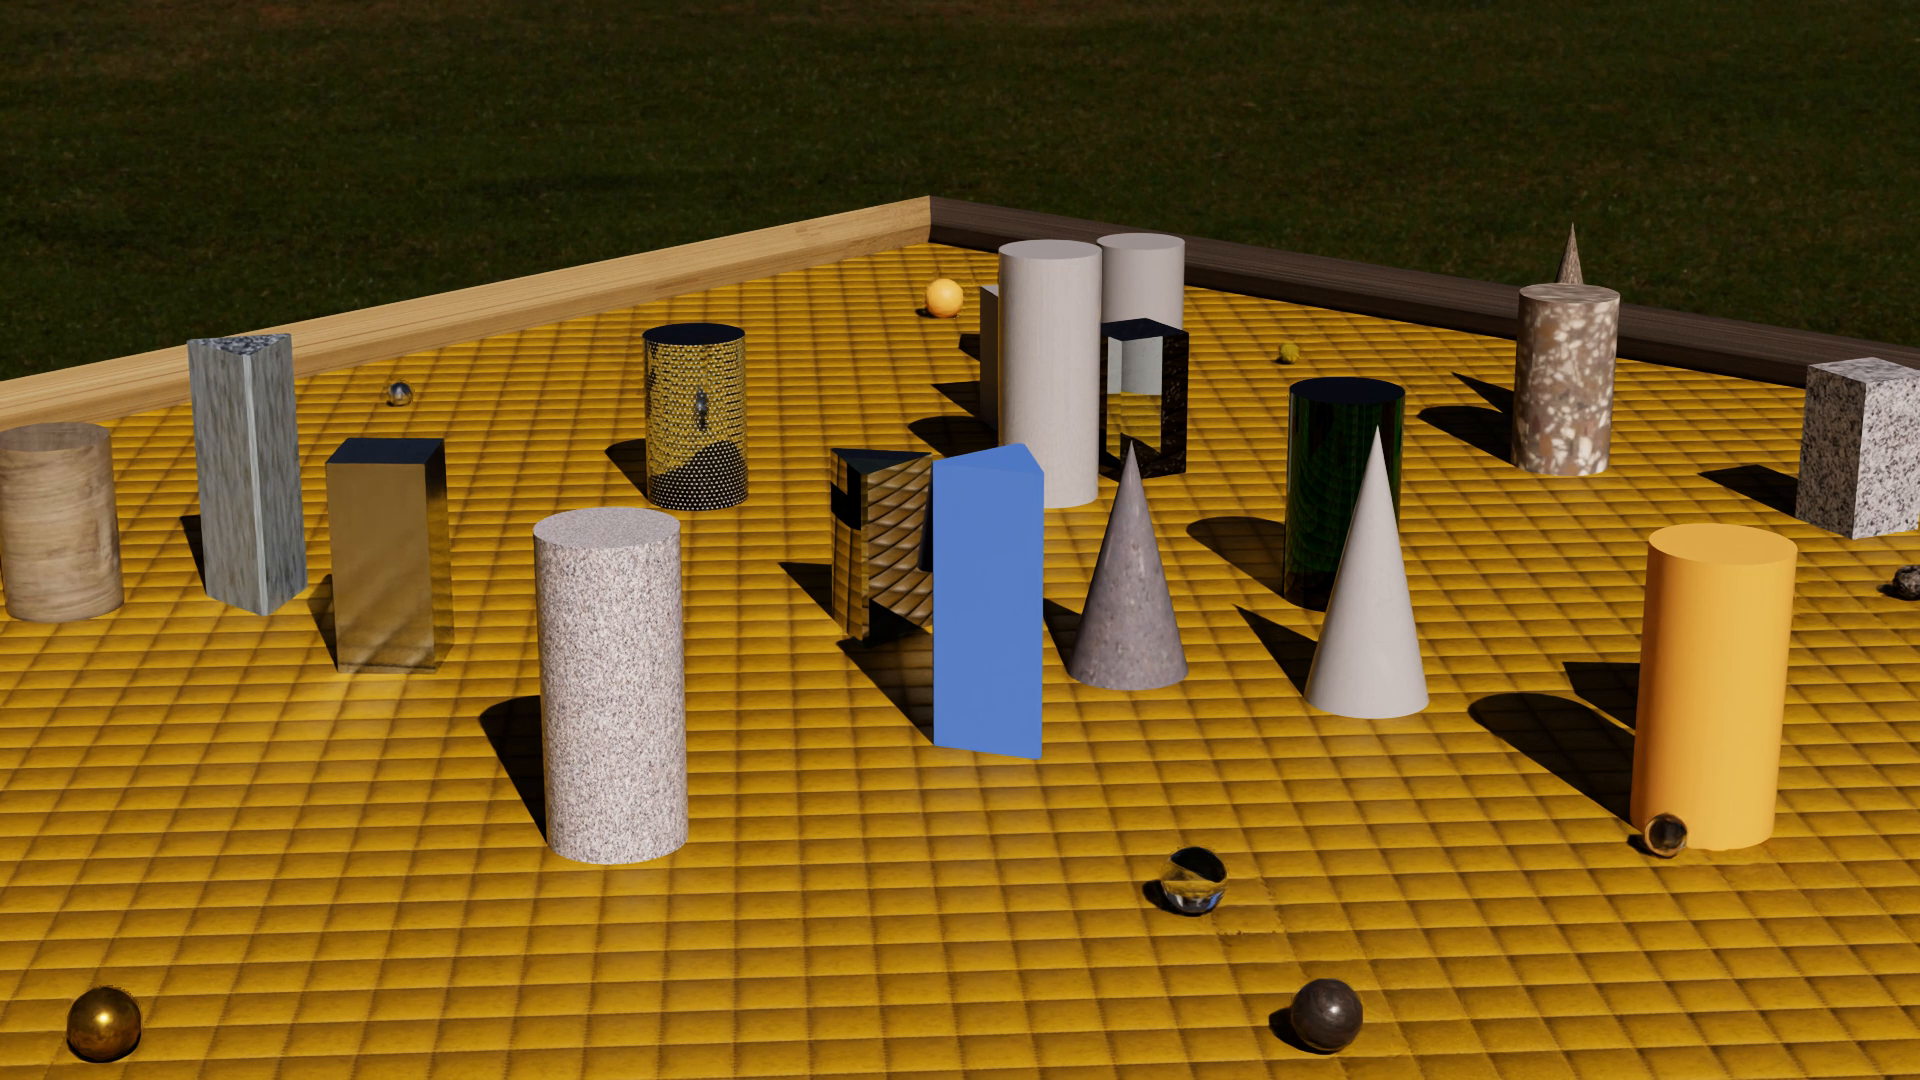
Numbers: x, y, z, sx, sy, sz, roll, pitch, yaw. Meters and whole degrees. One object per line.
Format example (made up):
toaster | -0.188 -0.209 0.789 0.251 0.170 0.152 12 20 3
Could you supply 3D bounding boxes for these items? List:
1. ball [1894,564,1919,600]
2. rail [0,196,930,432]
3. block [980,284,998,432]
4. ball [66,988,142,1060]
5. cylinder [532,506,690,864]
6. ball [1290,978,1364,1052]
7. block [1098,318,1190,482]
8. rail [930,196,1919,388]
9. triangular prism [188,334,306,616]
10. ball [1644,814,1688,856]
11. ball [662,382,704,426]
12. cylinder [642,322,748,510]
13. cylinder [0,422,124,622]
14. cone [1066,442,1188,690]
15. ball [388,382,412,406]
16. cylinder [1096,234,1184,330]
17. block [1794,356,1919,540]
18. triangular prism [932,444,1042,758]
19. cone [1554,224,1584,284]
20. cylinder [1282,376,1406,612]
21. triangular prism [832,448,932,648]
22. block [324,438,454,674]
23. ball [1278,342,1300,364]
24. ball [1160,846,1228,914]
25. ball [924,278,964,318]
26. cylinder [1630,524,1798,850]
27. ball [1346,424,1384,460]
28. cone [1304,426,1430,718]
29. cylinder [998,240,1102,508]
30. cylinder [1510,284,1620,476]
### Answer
ball | 1.658 0.072 5.107 0.061 0.061 0.061 0 17 0
rail | -1.634 -0.377 6.478 0.045 0.129 4.776 14 22 39
block | 0.142 -0.386 6.229 0.158 0.292 0.158 -5 18 -17
ball | -1.001 0.566 3.430 0.084 0.084 0.084 0 17 0
cylinder | -0.476 0.198 4.018 0.198 0.449 0.198 0 17 0
ball | 0.432 0.559 3.451 0.086 0.086 0.086 0 17 0
block | 0.347 -0.282 5.891 0.158 0.288 0.158 -9 19 -28
rail | 1.550 -0.483 6.829 4.374 0.129 0.045 14 22 39
triangular prism | -1.204 -0.121 5.064 0.172 0.457 0.149 15 22 40
ball | 0.967 0.403 4.012 0.059 0.059 0.059 0 17 0
ball | -0.591 -0.290 6.256 0.093 0.093 0.093 0 17 0
cylinder | -0.512 -0.241 5.688 0.198 0.325 0.198 0 17 0
cylinder | -1.549 -0.032 5.036 0.198 0.302 0.198 0 17 0
cone | 0.272 0.026 4.699 0.198 0.386 0.198 0 17 0
ball | -1.227 -0.320 6.422 0.054 0.054 0.054 0 17 0
cylinder | 0.406 -0.519 6.627 0.198 0.317 0.198 0 17 0
block | 1.698 -0.174 5.513 0.158 0.299 0.158 -8 18 -24
triangular prism | 0.065 0.086 4.402 0.172 0.442 0.149 6 18 20
cone | 1.289 -0.461 6.232 0.198 0.435 0.198 0 17 0
cylinder | 0.663 -0.079 5.076 0.198 0.370 0.198 0 17 0
triangular prism | -0.158 0.004 4.921 0.149 0.300 0.172 13 21 38
block | -0.923 0.025 4.761 0.158 0.352 0.158 0 17 2
ball | 0.763 -0.433 6.803 0.051 0.051 0.051 0 17 0
ball | 0.306 0.444 3.829 0.087 0.087 0.087 0 17 0
ball | -0.040 -0.599 7.270 0.099 0.099 0.099 0 17 0
cylinder | 1.044 0.202 4.072 0.198 0.411 0.198 0 17 0
ball | 0.827 -0.201 5.990 0.075 0.075 0.075 0 17 0
cone | 0.641 0.035 4.566 0.198 0.445 0.198 0 17 0
cylinder | 0.173 -0.323 5.680 0.198 0.487 0.198 0 17 0
cylinder | 1.221 -0.325 5.923 0.198 0.353 0.198 0 17 0
